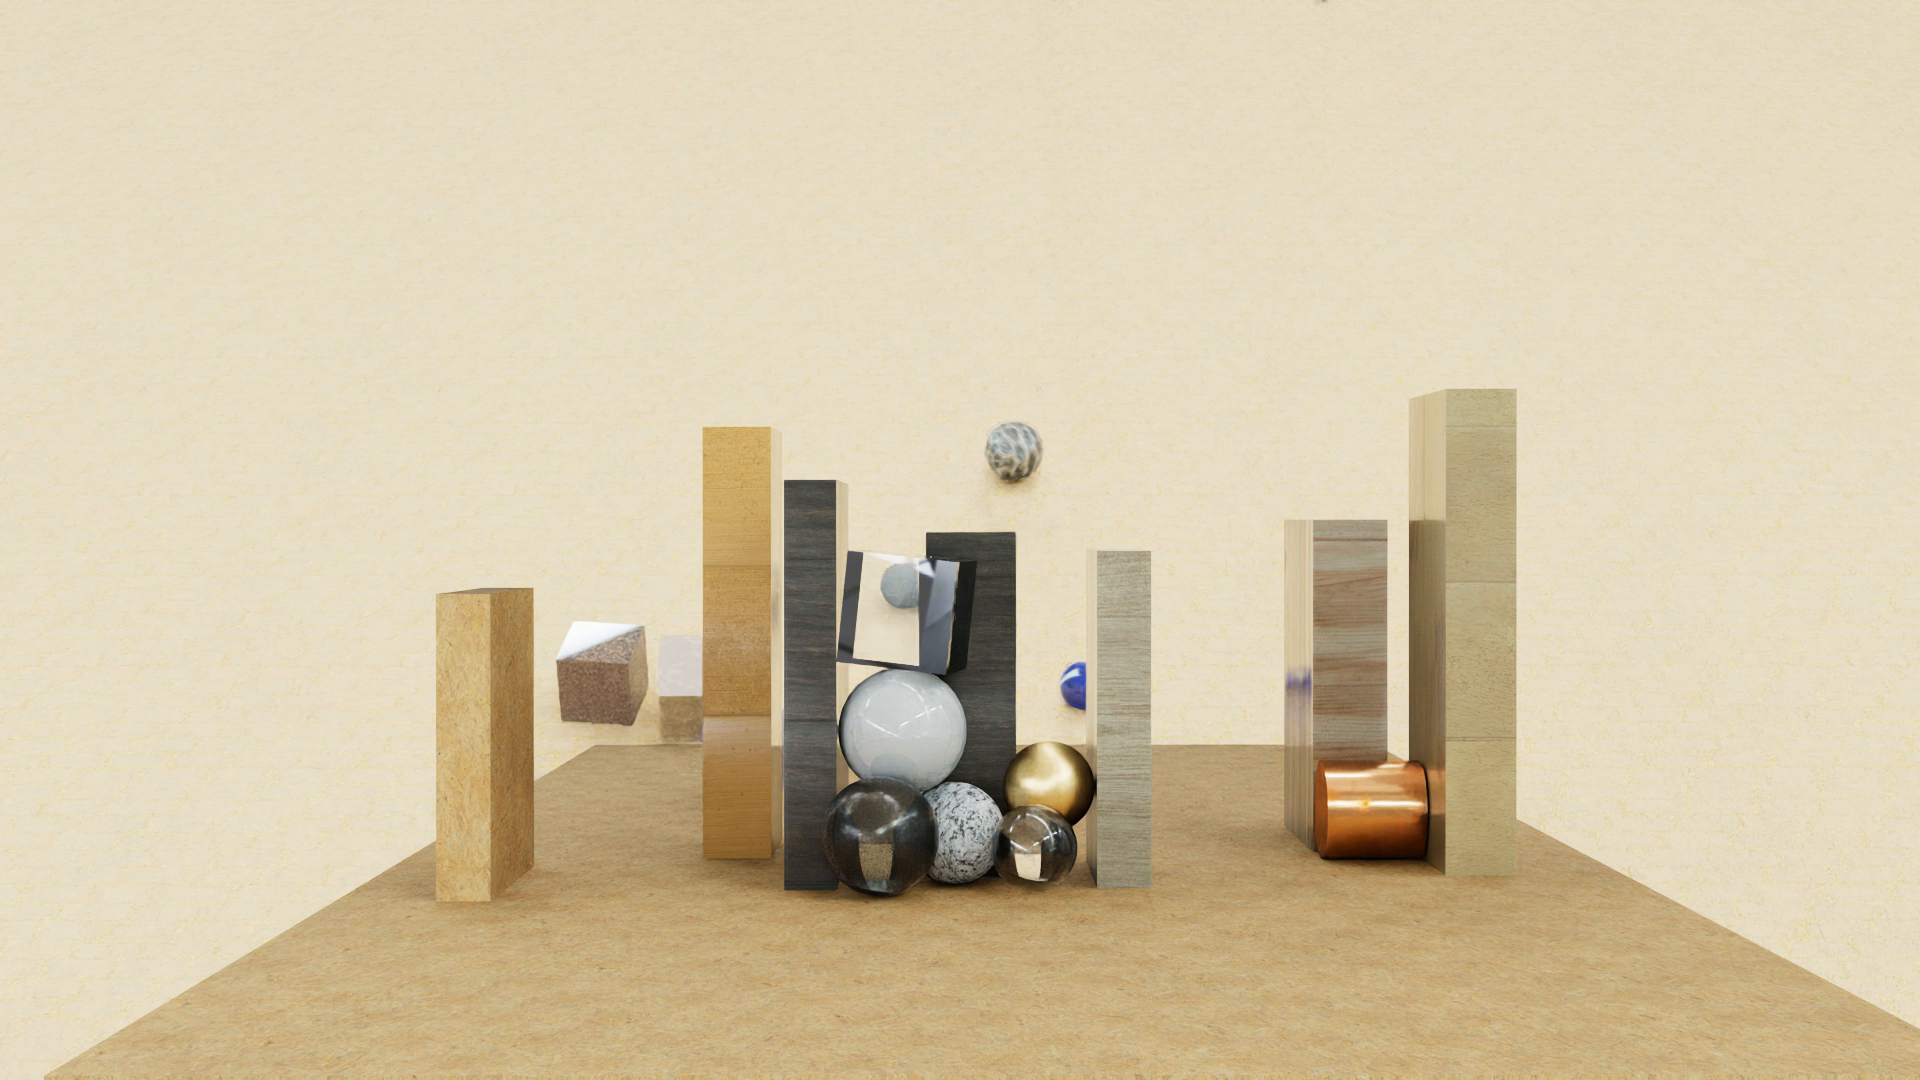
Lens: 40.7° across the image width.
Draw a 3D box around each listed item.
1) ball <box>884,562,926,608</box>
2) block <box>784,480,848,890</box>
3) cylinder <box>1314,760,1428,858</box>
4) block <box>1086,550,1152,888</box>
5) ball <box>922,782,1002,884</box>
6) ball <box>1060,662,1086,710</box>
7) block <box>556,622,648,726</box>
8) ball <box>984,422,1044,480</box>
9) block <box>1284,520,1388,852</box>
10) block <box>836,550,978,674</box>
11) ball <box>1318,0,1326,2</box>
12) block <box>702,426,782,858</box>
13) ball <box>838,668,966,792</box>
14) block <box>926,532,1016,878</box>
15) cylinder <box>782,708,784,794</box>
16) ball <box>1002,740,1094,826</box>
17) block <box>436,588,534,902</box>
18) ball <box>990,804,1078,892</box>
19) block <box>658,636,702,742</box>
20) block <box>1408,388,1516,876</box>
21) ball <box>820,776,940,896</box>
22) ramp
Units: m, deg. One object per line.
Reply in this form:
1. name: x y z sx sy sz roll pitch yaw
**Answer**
1. ball: -0.148 0.128 7.387 0.135 0.135 0.135 0 29 0
2. block: -0.230 0.222 4.195 0.081 0.631 0.445 0 0 0
3. cylinder: 0.691 0.454 4.358 0.165 0.165 0.165 0 29 0
4. block: 0.253 0.277 4.159 0.084 0.521 0.334 0 0 0
5. ball: -0.009 0.458 4.043 0.160 0.160 0.160 0 29 0
6. ball: 0.330 0.390 6.923 0.130 0.130 0.130 0 29 0
7. block: -0.954 0.356 6.917 0.194 0.194 0.194 3 29 6
8. ball: 0.169 -0.278 8.066 0.183 0.183 0.183 0 29 0
9. block: 0.670 0.249 4.635 0.128 0.571 0.393 0 0 0
10. block: -0.081 0.110 4.038 0.172 0.172 0.172 6 2 10
11. ball: 1.733 -2.635 12.363 0.119 0.119 0.119 0 29 0
12. block: -0.376 0.172 4.489 0.115 0.727 0.270 0 0 0
13. ball: -0.089 0.297 4.028 0.201 0.201 0.201 0 29 0
14. block: 0.018 0.262 4.255 0.144 0.550 0.266 0 0 0
15. cylinder: -0.412 0.441 5.487 0.180 0.180 0.180 -17 8 -28
16. ball: 0.140 0.388 4.071 0.144 0.144 0.144 0 29 0
17. block: -0.742 0.309 4.057 0.081 0.459 0.397 0 0 0
18. ball: 0.113 0.471 3.963 0.134 0.134 0.134 0 29 0
19. block: -0.686 0.390 6.790 0.199 0.199 0.199 -1 49 -4
20. block: 0.834 0.147 4.307 0.114 0.779 0.339 0 0 0
21. ball: -0.121 0.448 3.914 0.181 0.181 0.181 0 29 0
22. ramp: 0.065 0.585 4.634 2.000 0.100 4.000 0 0 0
